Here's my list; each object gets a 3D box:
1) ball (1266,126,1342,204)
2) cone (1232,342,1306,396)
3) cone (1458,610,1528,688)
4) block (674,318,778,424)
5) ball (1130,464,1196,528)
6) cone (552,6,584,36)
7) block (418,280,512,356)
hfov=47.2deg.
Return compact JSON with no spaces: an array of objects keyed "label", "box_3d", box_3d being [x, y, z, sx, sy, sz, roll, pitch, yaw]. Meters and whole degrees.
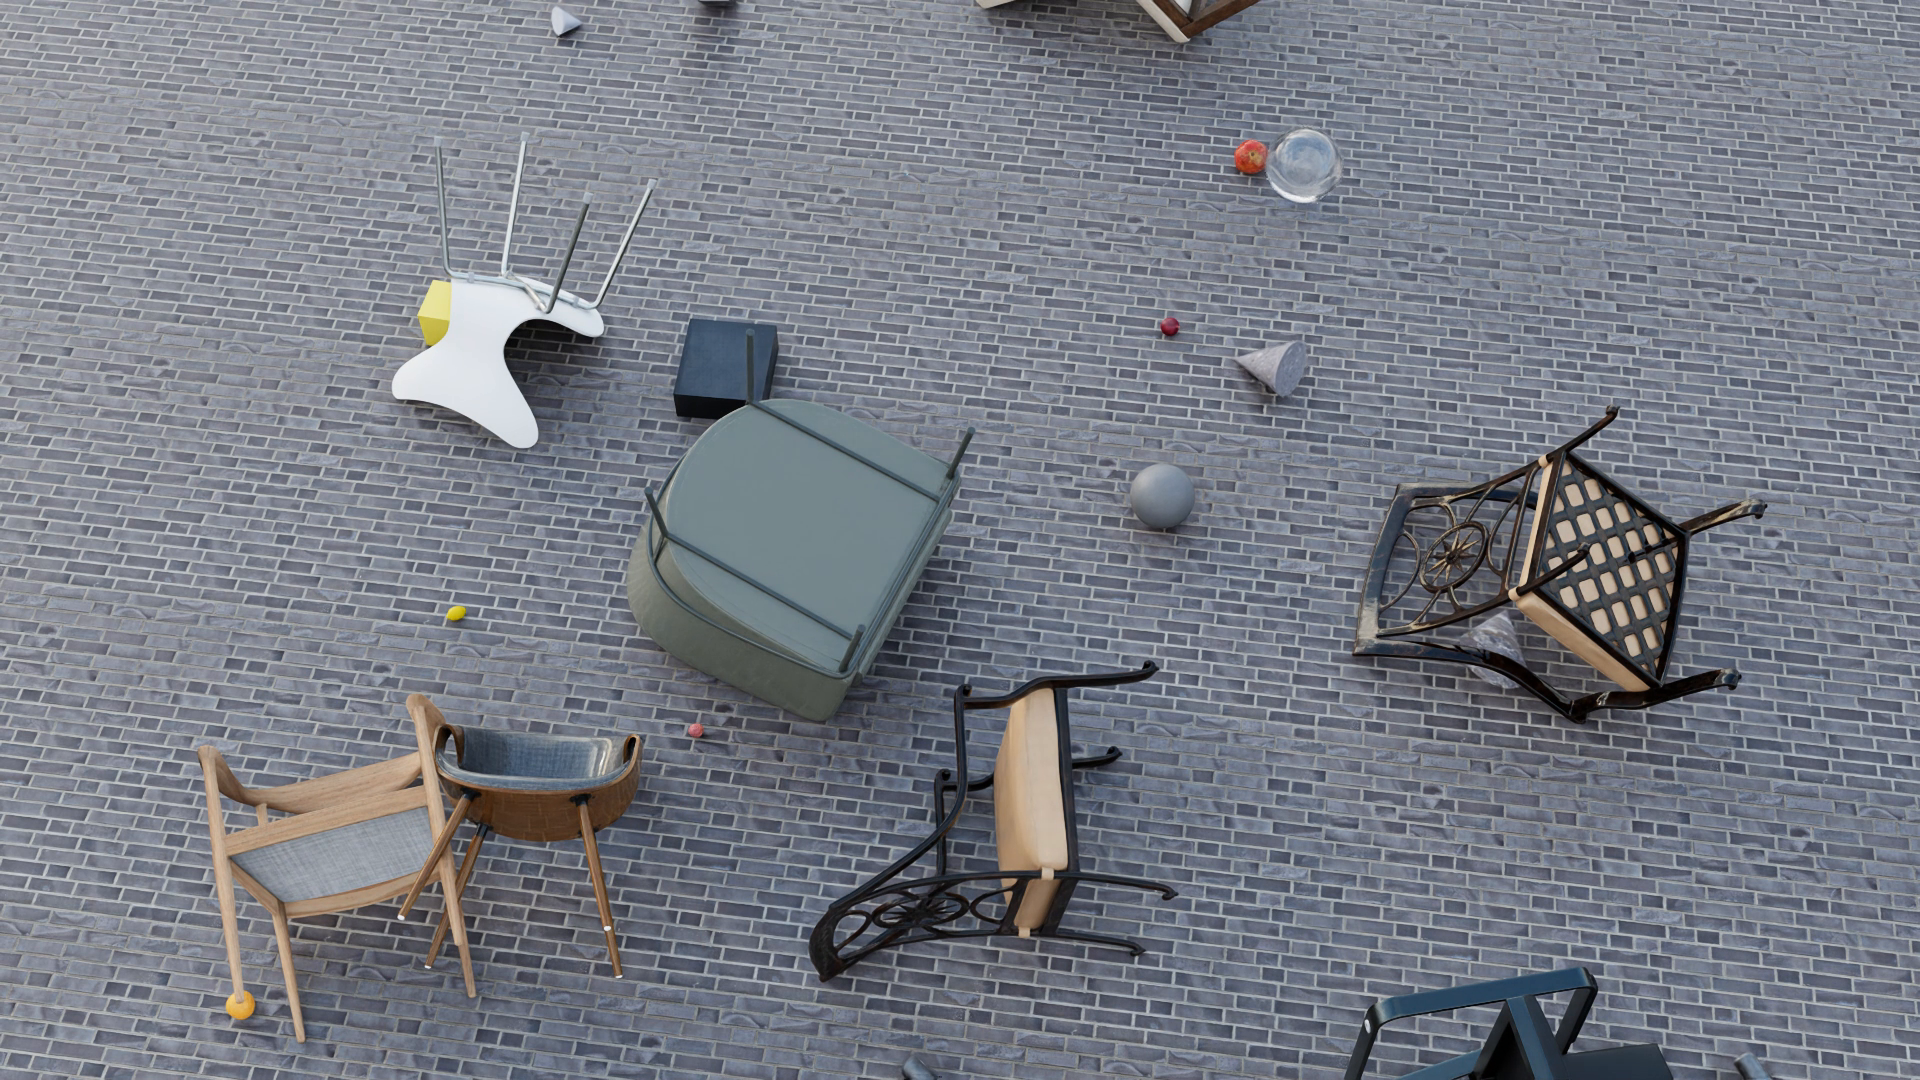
[{"label":"ball","box_3d":[1.135,-1.237,7.254,0.248,0.248,0.248,0,56,0]},{"label":"cone","box_3d":[0.945,-0.552,6.900,0.209,0.155,0.207,14,46,34]},{"label":"cone","box_3d":[1.557,0.271,6.343,0.228,0.151,0.251,39,40,-7]},{"label":"block","box_3d":[-0.727,-0.528,6.861,0.274,0.113,0.301,5,56,3]},{"label":"ball","box_3d":[0.602,-0.131,6.544,0.195,0.195,0.195,0,56,0]},{"label":"cone","box_3d":[-1.378,-1.833,7.779,0.097,0.089,0.122,-3,45,-32]},{"label":"block","box_3d":[-1.563,-0.701,6.956,0.238,0.146,0.148,10,57,7]}]
